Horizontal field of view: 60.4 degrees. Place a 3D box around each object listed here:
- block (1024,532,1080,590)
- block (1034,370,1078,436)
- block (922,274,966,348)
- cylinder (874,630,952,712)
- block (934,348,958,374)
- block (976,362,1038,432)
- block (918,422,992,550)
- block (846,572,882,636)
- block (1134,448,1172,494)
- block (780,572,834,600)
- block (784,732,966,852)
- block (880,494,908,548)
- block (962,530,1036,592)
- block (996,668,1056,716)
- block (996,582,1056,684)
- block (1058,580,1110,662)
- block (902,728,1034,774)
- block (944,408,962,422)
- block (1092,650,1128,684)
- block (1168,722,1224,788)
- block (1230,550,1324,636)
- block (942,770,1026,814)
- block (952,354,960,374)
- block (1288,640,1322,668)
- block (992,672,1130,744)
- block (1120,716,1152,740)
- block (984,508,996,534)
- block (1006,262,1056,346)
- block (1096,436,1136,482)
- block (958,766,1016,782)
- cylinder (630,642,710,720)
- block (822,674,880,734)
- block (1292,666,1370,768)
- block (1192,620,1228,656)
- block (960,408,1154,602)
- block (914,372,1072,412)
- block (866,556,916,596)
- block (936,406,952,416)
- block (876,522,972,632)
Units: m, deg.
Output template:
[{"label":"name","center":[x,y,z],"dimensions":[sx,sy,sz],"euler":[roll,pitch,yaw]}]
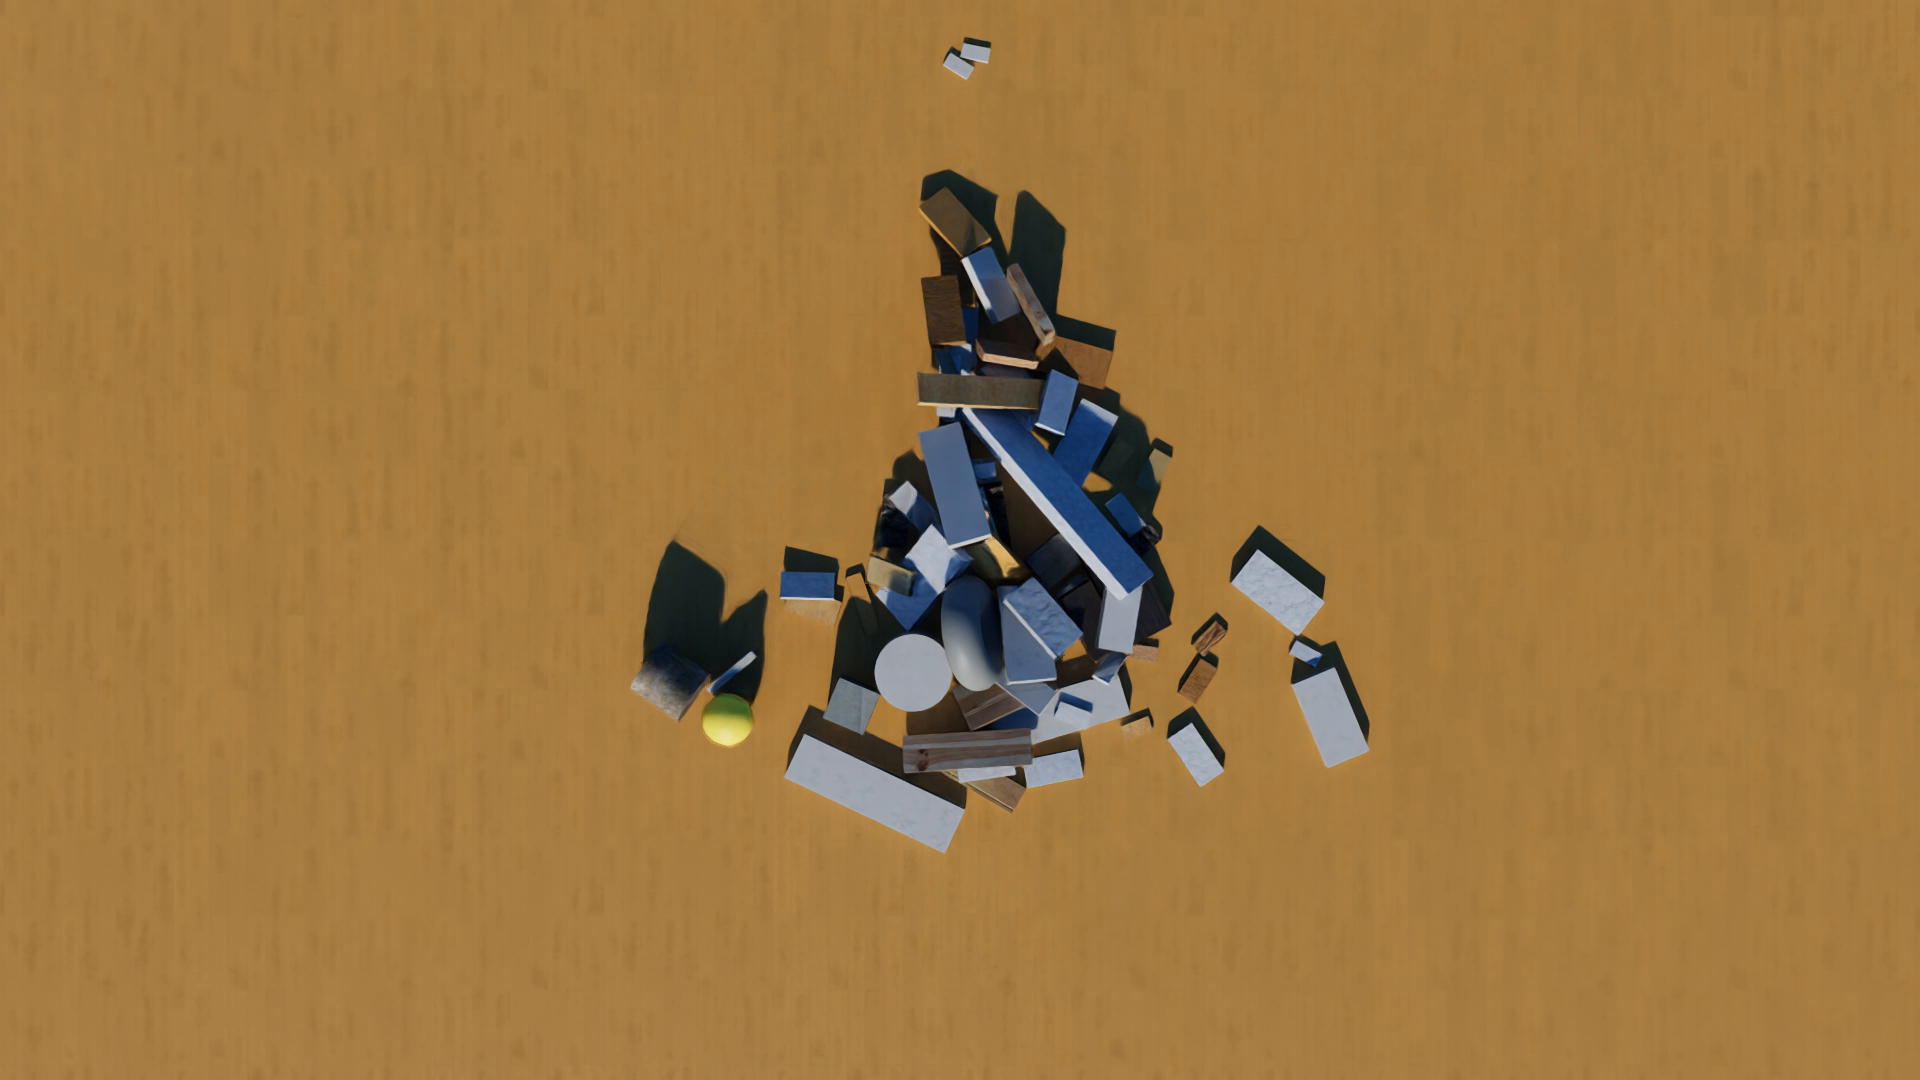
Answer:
[{"label":"block","center":[0.348,0.036,5.465],"dimensions":[0.249,0.035,0.125],"euler":[-40,93,-6]},{"label":"block","center":[0.317,-0.450,5.417],"dimensions":[0.100,0.028,0.201],"euler":[22,69,-17]},{"label":"block","center":[-0.054,-0.745,5.370],"dimensions":[0.118,0.033,0.236],"euler":[-7,74,-3]},{"label":"cylinder","center":[-0.148,0.423,5.376],"dimensions":[0.247,0.247,0.247],"euler":[0,90,0]},{"label":"block","center":[-0.043,-0.571,5.345],"dimensions":[0.048,0.014,0.095],"euler":[-22,95,1]},{"label":"block","center":[0.187,-0.494,5.451],"dimensions":[0.258,0.037,0.129],"euler":[48,59,0]},{"label":"block","center":[-0.017,-0.177,5.301],"dimensions":[0.142,0.040,0.397],"euler":[-16,73,2]},{"label":"block","center":[-0.323,0.214,5.492],"dimensions":[0.057,0.016,0.206],"euler":[-19,90,0]},{"label":"block","center":[0.642,-0.229,5.490],"dimensions":[0.069,0.020,0.138],"euler":[30,90,0]},{"label":"block","center":[-0.505,0.152,5.466],"dimensions":[0.177,0.025,0.089],"euler":[2,73,-6]},{"label":"block","center":[-0.283,0.839,5.477],"dimensions":[0.589,0.045,0.159],"euler":[25,90,0]},{"label":"block","center":[-0.216,-0.065,5.487],"dimensions":[0.089,0.025,0.177],"euler":[3,90,0]},{"label":"block","center":[0.125,0.086,5.387],"dimensions":[0.125,0.035,0.268],"euler":[-32,128,16]},{"label":"block","center":[0.213,0.482,5.409],"dimensions":[0.189,0.027,0.095],"euler":[37,80,13]},{"label":"block","center":[0.214,0.305,5.373],"dimensions":[0.159,0.045,0.319],"euler":[-4,74,-7]},{"label":"block","center":[0.429,0.263,5.407],"dimensions":[0.119,0.034,0.238],"euler":[-32,102,-17]},{"label":"block","center":[0.025,0.693,5.426],"dimensions":[0.424,0.034,0.119],"euler":[-4,75,7]},{"label":"block","center":[-0.023,-0.443,5.394],"dimensions":[0.058,0.016,0.115],"euler":[2,102,-1]},{"label":"block","center":[0.496,0.417,5.459],"dimensions":[0.060,0.017,0.121],"euler":[29,65,19]},{"label":"block","center":[0.783,0.714,5.486],"dimensions":[0.097,0.027,0.194],"euler":[-34,90,0]},{"label":"block","center":[1.053,0.173,5.480],"dimensions":[0.283,0.040,0.142],"euler":[38,90,0]},{"label":"block","center":[0.045,0.778,5.486],"dimensions":[0.352,0.027,0.097],"euler":[30,90,0]},{"label":"block","center":[-0.029,-0.545,5.362],"dimensions":[0.058,0.016,0.115],"euler":[3,95,-1]},{"label":"block","center":[1.151,0.379,5.493],"dimensions":[0.099,0.014,0.050],"euler":[28,90,0]},{"label":"block","center":[0.328,0.571,5.479],"dimensions":[0.449,0.042,0.150],"euler":[-17,90,0]},{"label":"block","center":[0.588,0.627,5.493],"dimensions":[0.099,0.014,0.050],"euler":[-21,90,0]},{"label":"block","center":[0.071,-0.016,5.359],"dimensions":[0.085,0.024,0.170],"euler":[-17,118,5]},{"label":"block","center":[0.230,-0.771,5.413],"dimensions":[0.037,0.129,0.258],"euler":[-28,80,-6]},{"label":"block","center":[0.519,-0.269,5.490],"dimensions":[0.069,0.020,0.138],"euler":[33,90,0]},{"label":"block","center":[0.086,0.740,5.449],"dimensions":[0.189,0.027,0.094],"euler":[-9,90,6]},{"label":"cylinder","center":[-0.948,0.462,5.406],"dimensions":[0.188,0.188,0.188],"euler":[34,90,0]},{"label":"block","center":[-0.353,0.540,5.429],"dimensions":[0.142,0.142,0.142],"euler":[23,90,0]},{"label":"block","center":[1.229,0.588,5.479],"dimensions":[0.150,0.042,0.300],"euler":[-23,90,0]},{"label":"block","center":[0.830,0.329,5.492],"dimensions":[0.057,0.016,0.113],"euler":[45,90,0]},{"label":"block","center":[0.313,-0.149,5.366],"dimensions":[0.805,0.170,0.048],"euler":[50,132,8]},{"label":"block","center":[0.113,-0.479,5.367],"dimensions":[0.546,0.028,0.100],"euler":[1,76,-24]},{"label":"block","center":[-0.225,0.118,5.399],"dimensions":[0.170,0.024,0.085],"euler":[20,109,29]},{"label":"block","center":[-0.050,-0.447,5.338],"dimensions":[0.048,0.014,0.095],"euler":[4,94,-1]},{"label":"block","center":[-0.119,0.121,5.373],"dimensions":[0.170,0.048,0.340],"euler":[49,120,17]}]
